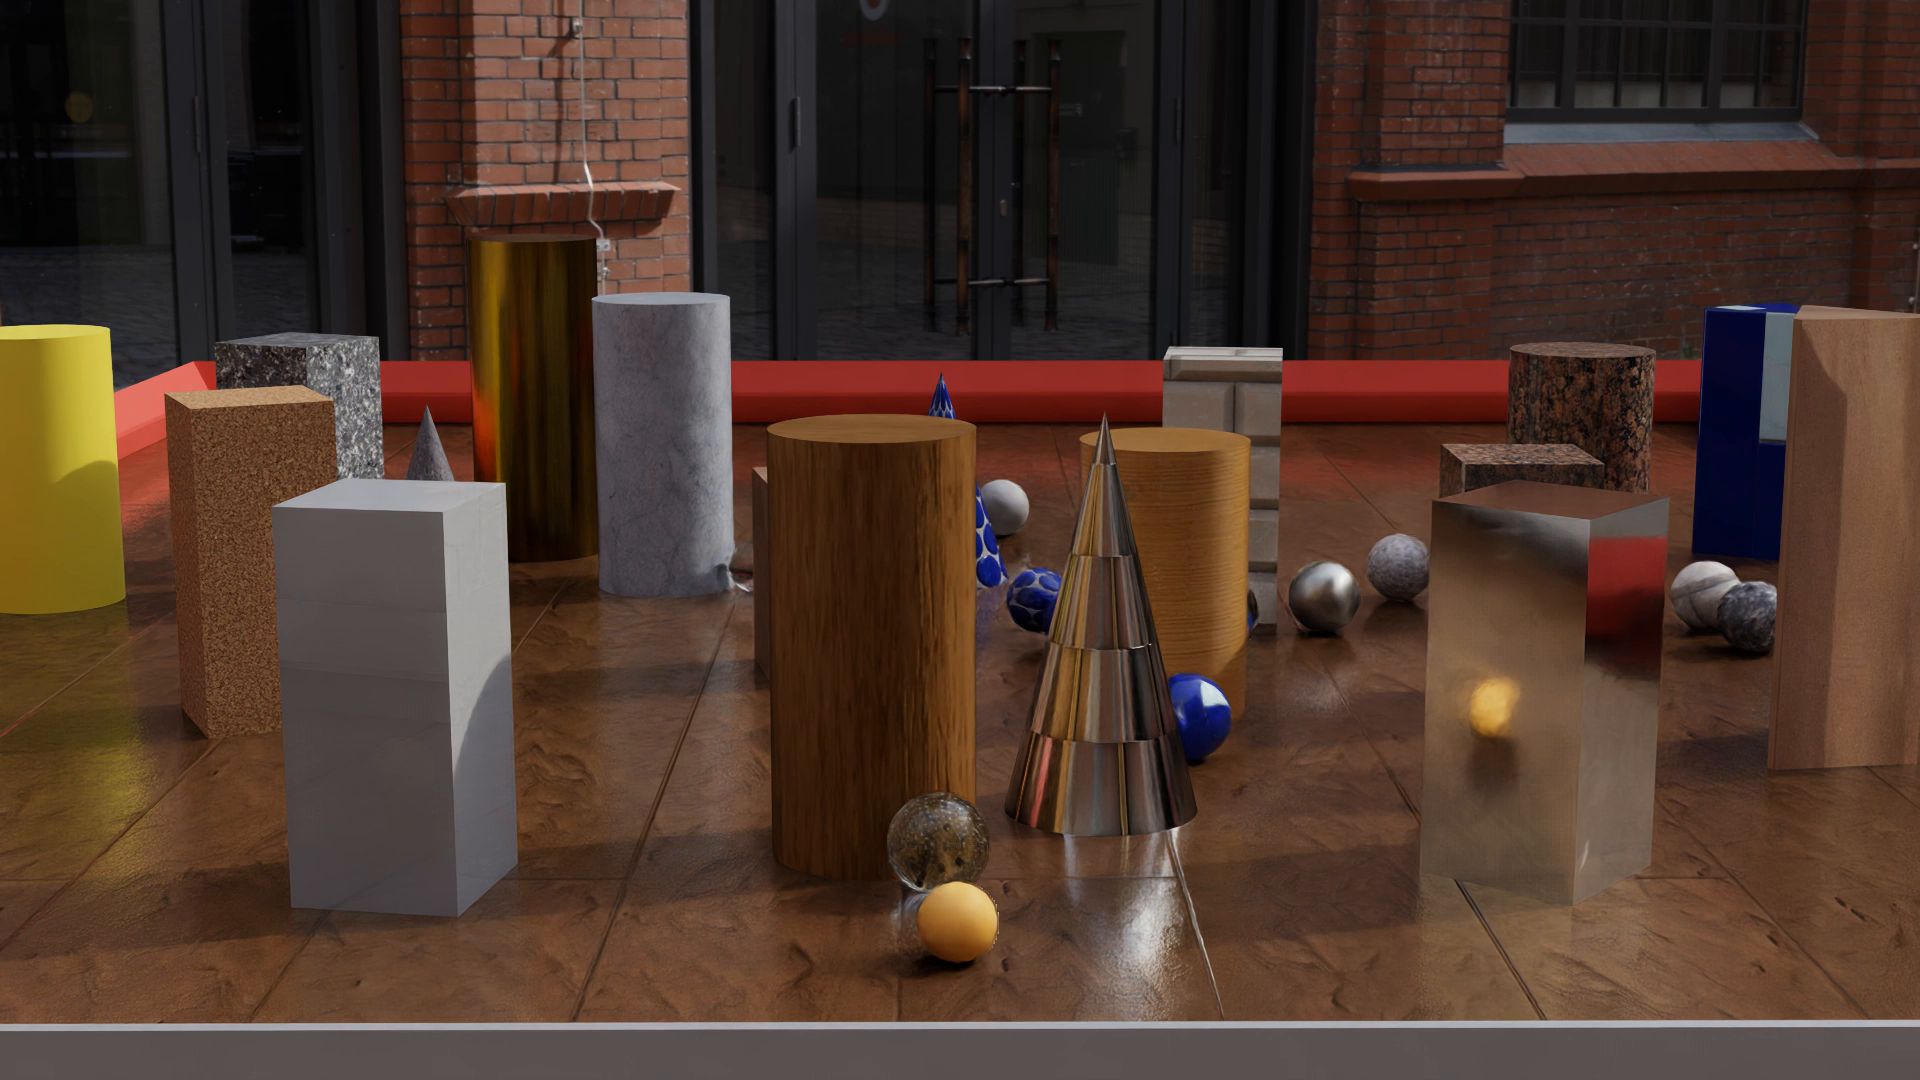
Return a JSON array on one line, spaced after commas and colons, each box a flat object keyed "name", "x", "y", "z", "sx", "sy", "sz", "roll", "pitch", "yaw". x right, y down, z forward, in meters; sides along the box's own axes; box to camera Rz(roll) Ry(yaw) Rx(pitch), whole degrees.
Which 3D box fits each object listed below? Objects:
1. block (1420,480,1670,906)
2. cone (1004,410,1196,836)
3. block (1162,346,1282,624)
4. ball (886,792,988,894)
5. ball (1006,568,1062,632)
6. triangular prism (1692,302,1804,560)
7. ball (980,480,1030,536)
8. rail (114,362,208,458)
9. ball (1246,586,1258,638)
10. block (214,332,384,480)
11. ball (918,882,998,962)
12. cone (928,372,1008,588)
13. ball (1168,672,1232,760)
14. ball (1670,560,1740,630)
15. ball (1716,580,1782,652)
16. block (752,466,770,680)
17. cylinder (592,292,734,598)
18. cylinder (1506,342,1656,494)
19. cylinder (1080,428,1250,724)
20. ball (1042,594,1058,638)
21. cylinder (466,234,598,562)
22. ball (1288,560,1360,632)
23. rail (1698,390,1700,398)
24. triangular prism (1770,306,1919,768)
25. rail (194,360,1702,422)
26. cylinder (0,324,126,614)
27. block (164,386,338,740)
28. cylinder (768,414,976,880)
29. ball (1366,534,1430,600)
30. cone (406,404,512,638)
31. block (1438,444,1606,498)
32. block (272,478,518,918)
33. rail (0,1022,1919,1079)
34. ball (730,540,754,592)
[{"name": "block", "x": 0.527, "y": 0.132, "z": 2.318, "sx": 0.153, "sy": 0.343, "sz": 0.153, "roll": 9, "pitch": 14, "yaw": 39}, {"name": "cone", "x": 0.139, "y": 0.070, "z": 2.504, "sx": 0.191, "sy": 0.397, "sz": 0.191, "roll": 0, "pitch": 11, "yaw": 0}, {"name": "block", "x": 0.349, "y": -0.076, "z": 3.423, "sx": 0.153, "sy": 0.347, "sz": 0.153, "roll": 1, "pitch": 11, "yaw": 7}, {"name": "ball", "x": -0.020, "y": 0.269, "z": 2.273, "sx": 0.091, "sy": 0.091, "sz": 0.091, "roll": 0, "pitch": 11, "yaw": 0}, {"name": "ball", "x": 0.100, "y": 0.076, "z": 3.258, "sx": 0.083, "sy": 0.083, "sz": 0.083, "roll": 0, "pitch": 11, "yaw": 0}, {"name": "triangular prism", "x": 1.211, "y": -0.167, "z": 3.857, "sx": 0.166, "sy": 0.368, "sz": 0.143, "roll": 6, "pitch": 12, "yaw": 29}, {"name": "ball", "x": 0.065, "y": -0.051, "z": 3.999, "sx": 0.087, "sy": 0.087, "sz": 0.087, "roll": 0, "pitch": 11, "yaw": 0}, {"name": "rail", "x": -1.534, "y": 0.034, "z": 3.441, "sx": 0.045, "sy": 0.124, "sz": 3.682, "roll": 0, "pitch": 11, "yaw": 0}, {"name": "ball", "x": 0.327, "y": 0.090, "z": 3.222, "sx": 0.096, "sy": 0.096, "sz": 0.096, "roll": 0, "pitch": 11, "yaw": 0}, {"name": "block", "x": -0.895, "y": -0.095, "z": 3.497, "sx": 0.153, "sy": 0.358, "sz": 0.153, "roll": 5, "pitch": 12, "yaw": 25}, {"name": "ball", "x": -0.002, "y": 0.313, "z": 2.103, "sx": 0.066, "sy": 0.066, "sz": 0.066, "roll": 0, "pitch": 11, "yaw": 0}, {"name": "cone", "x": -0.026, "y": -0.092, "z": 3.649, "sx": 0.191, "sy": 0.297, "sz": 0.191, "roll": 0, "pitch": 11, "yaw": 0}, {"name": "ball", "x": 0.241, "y": 0.186, "z": 2.711, "sx": 0.092, "sy": 0.092, "sz": 0.092, "roll": 0, "pitch": 11, "yaw": 0}, {"name": "ball", "x": 0.970, "y": 0.072, "z": 3.331, "sx": 0.091, "sy": 0.091, "sz": 0.091, "roll": 0, "pitch": 11, "yaw": 0}, {"name": "ball", "x": 0.993, "y": 0.096, "z": 3.208, "sx": 0.090, "sy": 0.090, "sz": 0.090, "roll": 0, "pitch": 11, "yaw": 0}, {"name": "block", "x": -0.163, "y": 0.039, "z": 3.101, "sx": 0.153, "sy": 0.239, "sz": 0.153, "roll": -2, "pitch": 11, "yaw": -13}, {"name": "cylinder", "x": -0.415, "y": -0.137, "z": 3.595, "sx": 0.191, "sy": 0.404, "sz": 0.191, "roll": 0, "pitch": 11, "yaw": 0}, {"name": "cylinder", "x": 0.834, "y": -0.084, "z": 3.470, "sx": 0.191, "sy": 0.347, "sz": 0.191, "roll": 0, "pitch": 11, "yaw": 0}, {"name": "cylinder", "x": 0.229, "y": 0.041, "z": 2.893, "sx": 0.191, "sy": 0.312, "sz": 0.191, "roll": 0, "pitch": 11, "yaw": 0}, {"name": "ball", "x": 0.145, "y": 0.101, "z": 3.192, "sx": 0.084, "sy": 0.084, "sz": 0.084, "roll": 0, "pitch": 11, "yaw": 0}, {"name": "cylinder", "x": -0.635, "y": -0.216, "z": 3.841, "sx": 0.191, "sy": 0.471, "sz": 0.191, "roll": 0, "pitch": 11, "yaw": 0}, {"name": "ball", "x": 0.471, "y": 0.073, "z": 3.321, "sx": 0.093, "sy": 0.093, "sz": 0.093, "roll": 0, "pitch": 11, "yaw": 0}, {"name": "rail", "x": 1.534, "y": 0.030, "z": 3.458, "sx": 0.045, "sy": 0.124, "sz": 3.682, "roll": 0, "pitch": 11, "yaw": 0}, {"name": "triangular prism", "x": 0.917, "y": -0.007, "z": 2.720, "sx": 0.166, "sy": 0.470, "sz": 0.143, "roll": -2, "pitch": 11, "yaw": -9}, {"name": "rail", "x": -0.010, "y": -0.301, "z": 5.236, "sx": 3.114, "sy": 0.124, "sz": 0.045, "roll": 0, "pitch": 11, "yaw": 0}, {"name": "cylinder", "x": -1.247, "y": -0.100, "z": 3.493, "sx": 0.191, "sy": 0.369, "sz": 0.191, "roll": 0, "pitch": 11, "yaw": 0}, {"name": "block", "x": -0.786, "y": 0.020, "z": 2.866, "sx": 0.153, "sy": 0.363, "sz": 0.153, "roll": -5, "pitch": 12, "yaw": -27}, {"name": "cylinder", "x": -0.080, "y": 0.094, "z": 2.373, "sx": 0.191, "sy": 0.399, "sz": 0.191, "roll": 0, "pitch": 11, "yaw": 0}, {"name": "ball", "x": 0.603, "y": 0.037, "z": 3.517, "sx": 0.091, "sy": 0.091, "sz": 0.091, "roll": 0, "pitch": 11, "yaw": 0}, {"name": "cone", "x": -0.671, "y": -0.022, "z": 3.256, "sx": 0.191, "sy": 0.304, "sz": 0.191, "roll": 0, "pitch": 11, "yaw": 0}, {"name": "block", "x": 0.633, "y": 0.046, "z": 2.921, "sx": 0.153, "sy": 0.292, "sz": 0.153, "roll": 0, "pitch": 11, "yaw": 0}, {"name": "block", "x": -0.496, "y": 0.135, "z": 2.270, "sx": 0.153, "sy": 0.355, "sz": 0.153, "roll": 2, "pitch": 11, "yaw": 10}, {"name": "rail", "x": 0.010, "y": 0.364, "z": 1.663, "sx": 3.114, "sy": 0.124, "sz": 0.045, "roll": 0, "pitch": 11, "yaw": 0}, {"name": "ball", "x": -0.283, "y": 0.036, "z": 3.567, "sx": 0.075, "sy": 0.075, "sz": 0.075, "roll": 0, "pitch": 11, "yaw": 0}]
